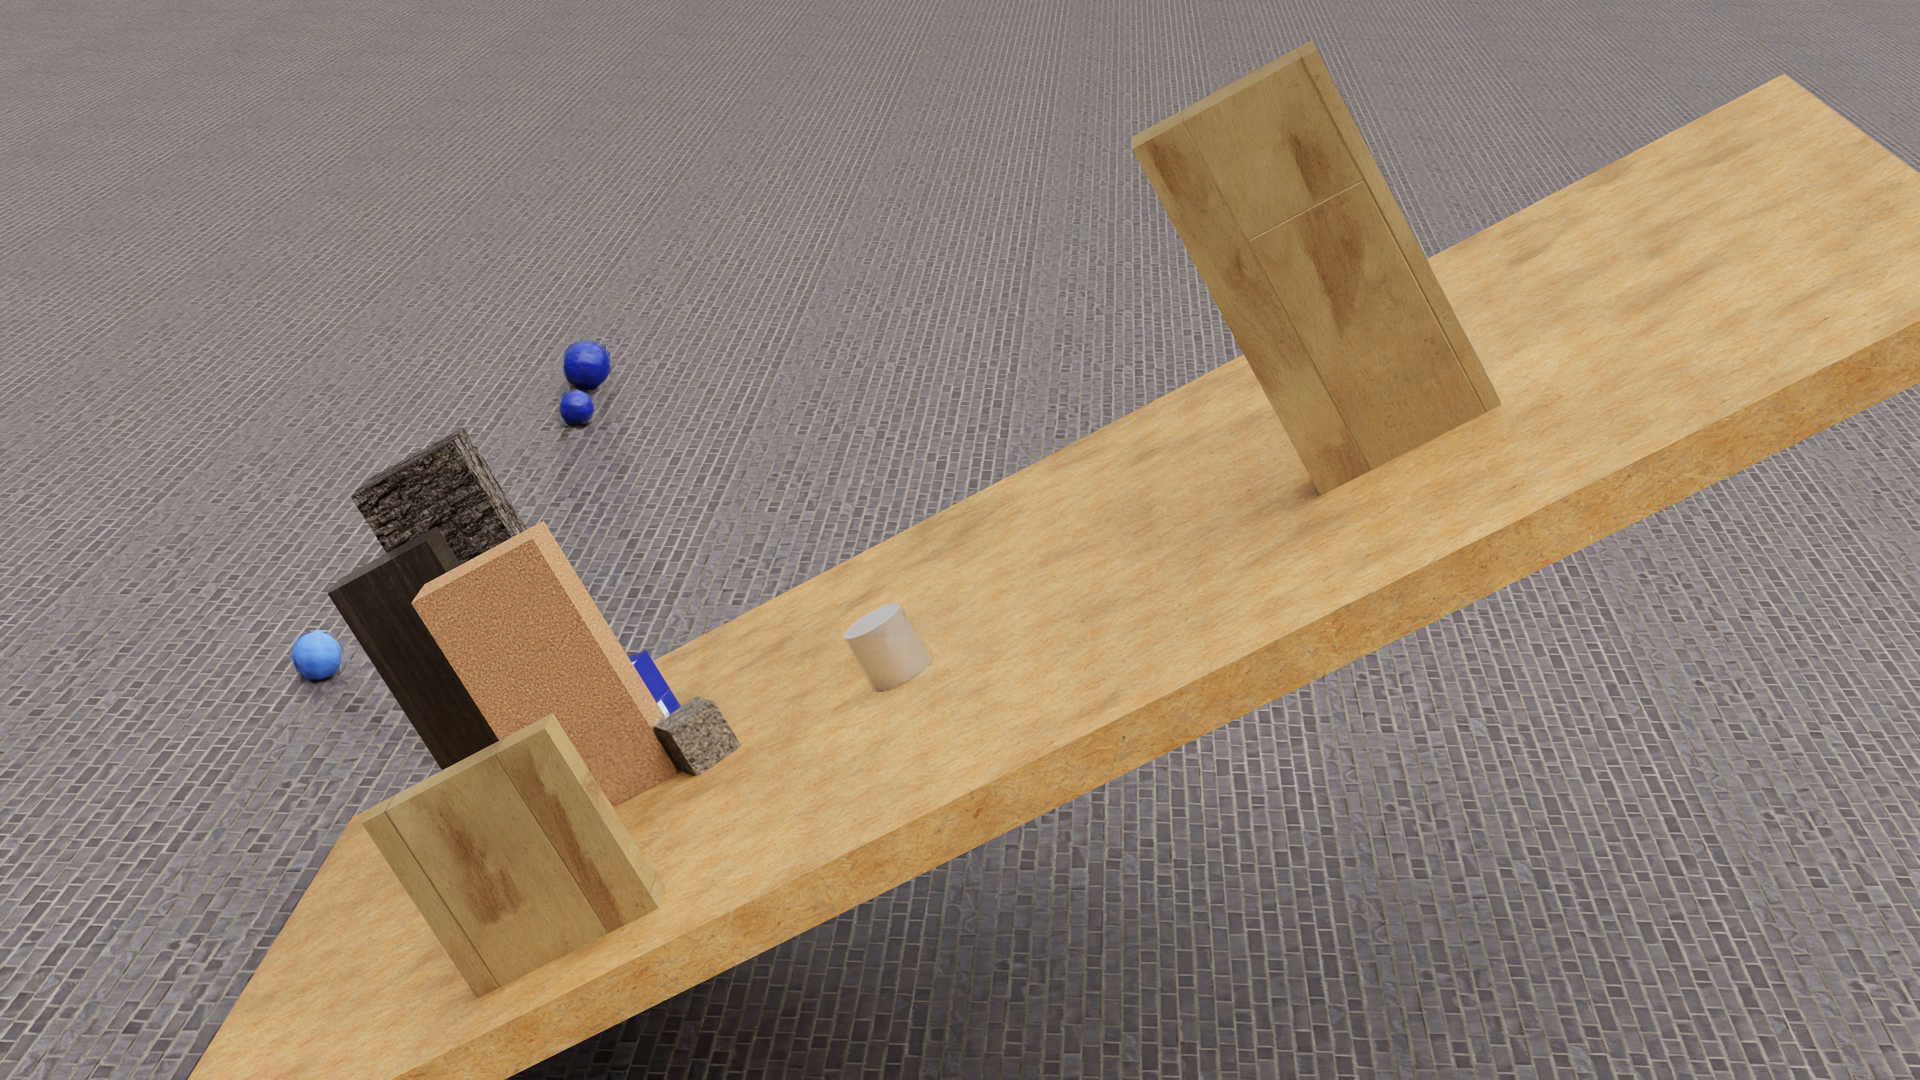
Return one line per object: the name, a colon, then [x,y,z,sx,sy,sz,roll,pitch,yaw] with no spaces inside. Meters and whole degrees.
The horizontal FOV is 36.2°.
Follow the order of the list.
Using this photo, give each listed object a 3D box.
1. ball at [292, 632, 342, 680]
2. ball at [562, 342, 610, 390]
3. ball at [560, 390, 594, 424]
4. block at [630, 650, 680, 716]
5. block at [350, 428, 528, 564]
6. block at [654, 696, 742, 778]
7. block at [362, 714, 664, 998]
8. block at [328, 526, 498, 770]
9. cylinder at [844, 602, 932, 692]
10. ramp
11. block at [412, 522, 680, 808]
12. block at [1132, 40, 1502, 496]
ball: [-1.923,0.348,8.797,0.145,0.145,0.145,0,18,0]
ball: [-1.522,-0.710,11.979,0.193,0.193,0.193,0,18,0]
ball: [-1.496,-0.517,11.476,0.135,0.135,0.135,0,18,0]
block: [-0.780,0.398,6.755,0.181,0.181,0.181,-23,16,28]
block: [-1.112,0.146,7.042,0.285,0.788,0.128,-27,14,11]
block: [-0.569,0.425,6.371,0.118,0.118,0.118,-35,15,-18]
block: [-0.861,0.614,5.690,0.416,0.420,0.081,-27,14,11]
block: [-1.158,0.322,6.794,0.269,0.659,0.106,-27,14,11]
cylinder: [-0.151,0.226,6.183,0.136,0.136,0.136,-28,14,8]
ramp: [0.142,0.167,6.283,4.000,0.100,2.000,-27,14,11]
block: [-0.891,0.304,6.420,0.309,0.612,0.125,-27,14,11]
block: [0.696,-0.526,5.739,0.394,0.787,0.131,-27,14,11]
